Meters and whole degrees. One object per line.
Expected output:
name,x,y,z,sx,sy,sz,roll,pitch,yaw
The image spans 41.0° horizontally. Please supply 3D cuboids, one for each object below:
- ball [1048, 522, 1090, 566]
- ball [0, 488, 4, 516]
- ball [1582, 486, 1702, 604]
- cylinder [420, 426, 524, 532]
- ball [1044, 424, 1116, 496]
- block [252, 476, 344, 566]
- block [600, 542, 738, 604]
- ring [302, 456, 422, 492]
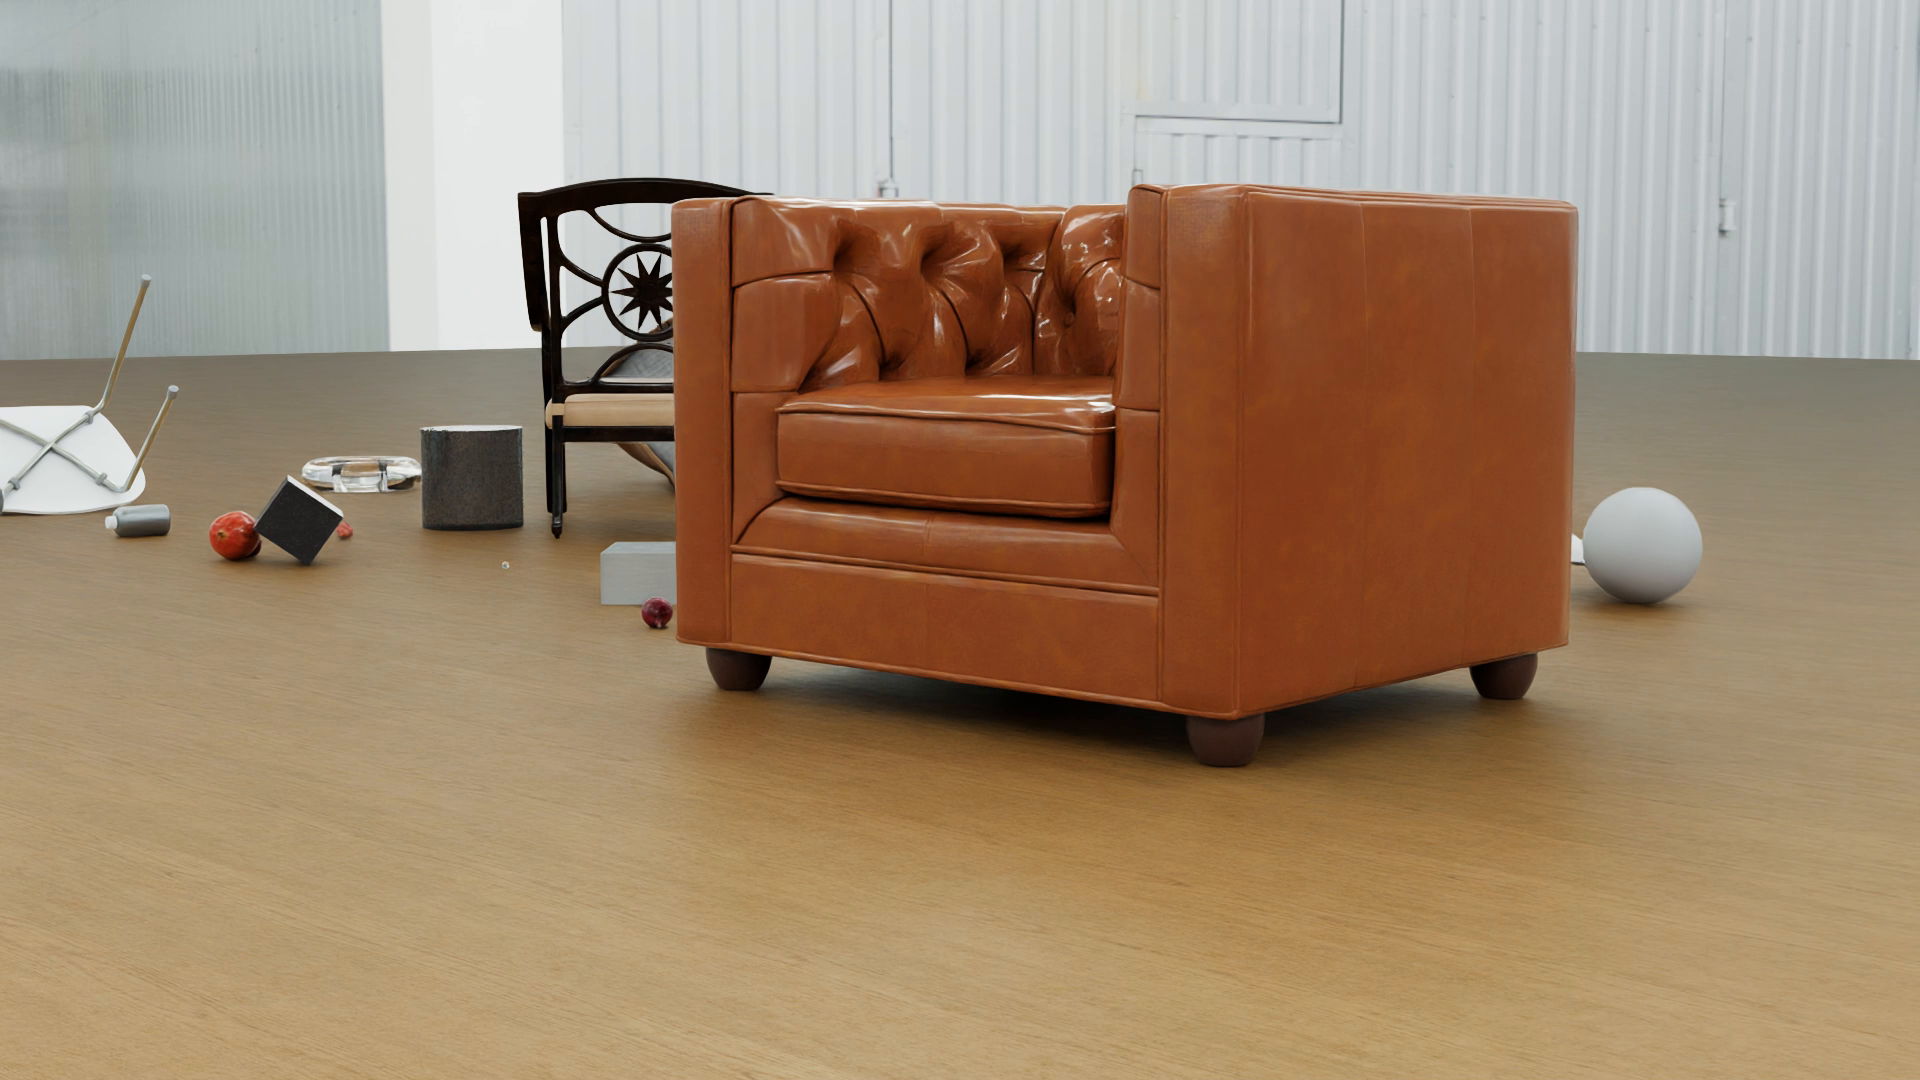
ball,0.250,0.010,5.846,0.097,0.097,0.097,0,6,0
ball,-2.506,-0.097,6.463,0.183,0.183,0.183,0,6,0
ball,1.374,0.010,5.168,0.235,0.235,0.235,0,6,0
cylinder,-1.284,-0.165,6.753,0.257,0.259,0.272,3,7,29
ball,0.361,-0.241,7.694,0.218,0.218,0.218,0,6,0
block,-1.523,-0.046,5.902,0.148,0.135,0.175,36,-4,-15
block,-0.594,0.067,5.263,0.253,0.103,0.229,0,6,0
ring,-1.842,-0.204,7.908,0.381,0.101,0.299,0,5,11
